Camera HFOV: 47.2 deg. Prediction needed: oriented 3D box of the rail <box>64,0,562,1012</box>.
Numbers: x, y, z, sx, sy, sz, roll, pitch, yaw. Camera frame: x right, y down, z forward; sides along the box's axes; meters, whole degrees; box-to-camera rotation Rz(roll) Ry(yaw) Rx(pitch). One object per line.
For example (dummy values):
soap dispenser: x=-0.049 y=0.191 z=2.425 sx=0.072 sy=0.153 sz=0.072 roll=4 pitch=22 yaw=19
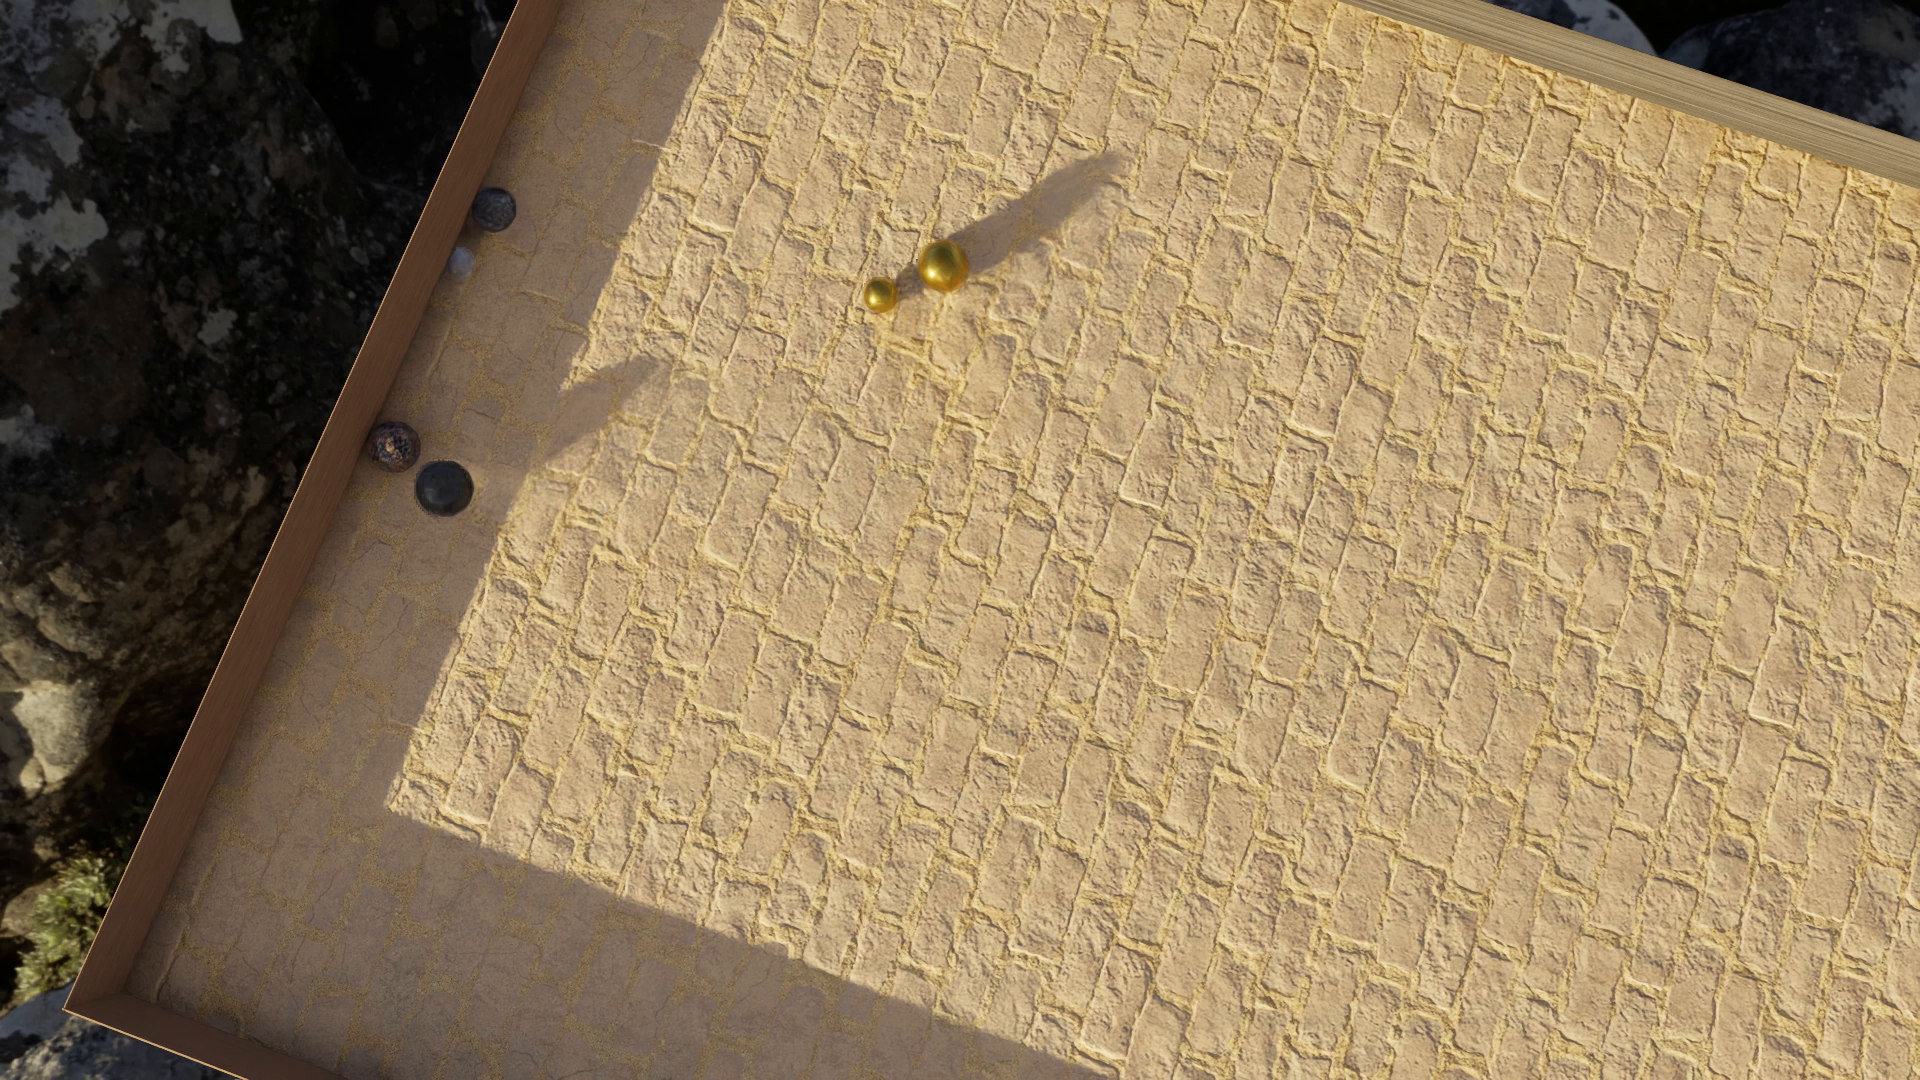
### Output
rail: x=-0.869 y=-0.310 z=3.390 sx=0.045 sy=0.113 sz=2.176 roll=19 pitch=77 yaw=5

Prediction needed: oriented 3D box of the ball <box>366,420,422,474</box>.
ball: x=-0.866 y=-0.142 z=3.366 sx=0.080 sy=0.080 sz=0.080 roll=0 pitch=76 yaw=0

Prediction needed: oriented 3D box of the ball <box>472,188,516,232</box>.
ball: x=-0.735 y=-0.520 z=3.467 sx=0.068 sy=0.068 sz=0.068 roll=0 pitch=76 yaw=0

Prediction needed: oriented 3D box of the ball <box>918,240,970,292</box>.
ball: x=-0.025 y=-0.427 z=3.437 sx=0.081 sy=0.081 sz=0.081 roll=0 pitch=76 yaw=0

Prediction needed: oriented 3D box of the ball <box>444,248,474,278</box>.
ball: x=-0.789 y=-0.435 z=3.456 sx=0.047 sy=0.047 sz=0.047 roll=0 pitch=76 yaw=0

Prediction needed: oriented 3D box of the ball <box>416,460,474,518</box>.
ball: x=-0.784 y=-0.078 z=3.346 sx=0.087 sy=0.087 sz=0.087 roll=0 pitch=76 yaw=0

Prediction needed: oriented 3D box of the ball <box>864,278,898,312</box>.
ball: x=-0.124 y=-0.382 z=3.440 sx=0.054 sy=0.054 sz=0.054 roll=0 pitch=76 yaw=0

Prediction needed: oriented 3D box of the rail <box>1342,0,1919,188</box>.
rail: x=1.253 y=-0.664 z=3.480 sx=3.791 sy=0.113 sz=0.045 roll=19 pitch=77 yaw=5

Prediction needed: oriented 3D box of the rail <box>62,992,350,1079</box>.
rail: x=0.529 y=1.277 z=2.990 sx=3.791 sy=0.113 sz=0.045 roll=19 pitch=77 yaw=5
